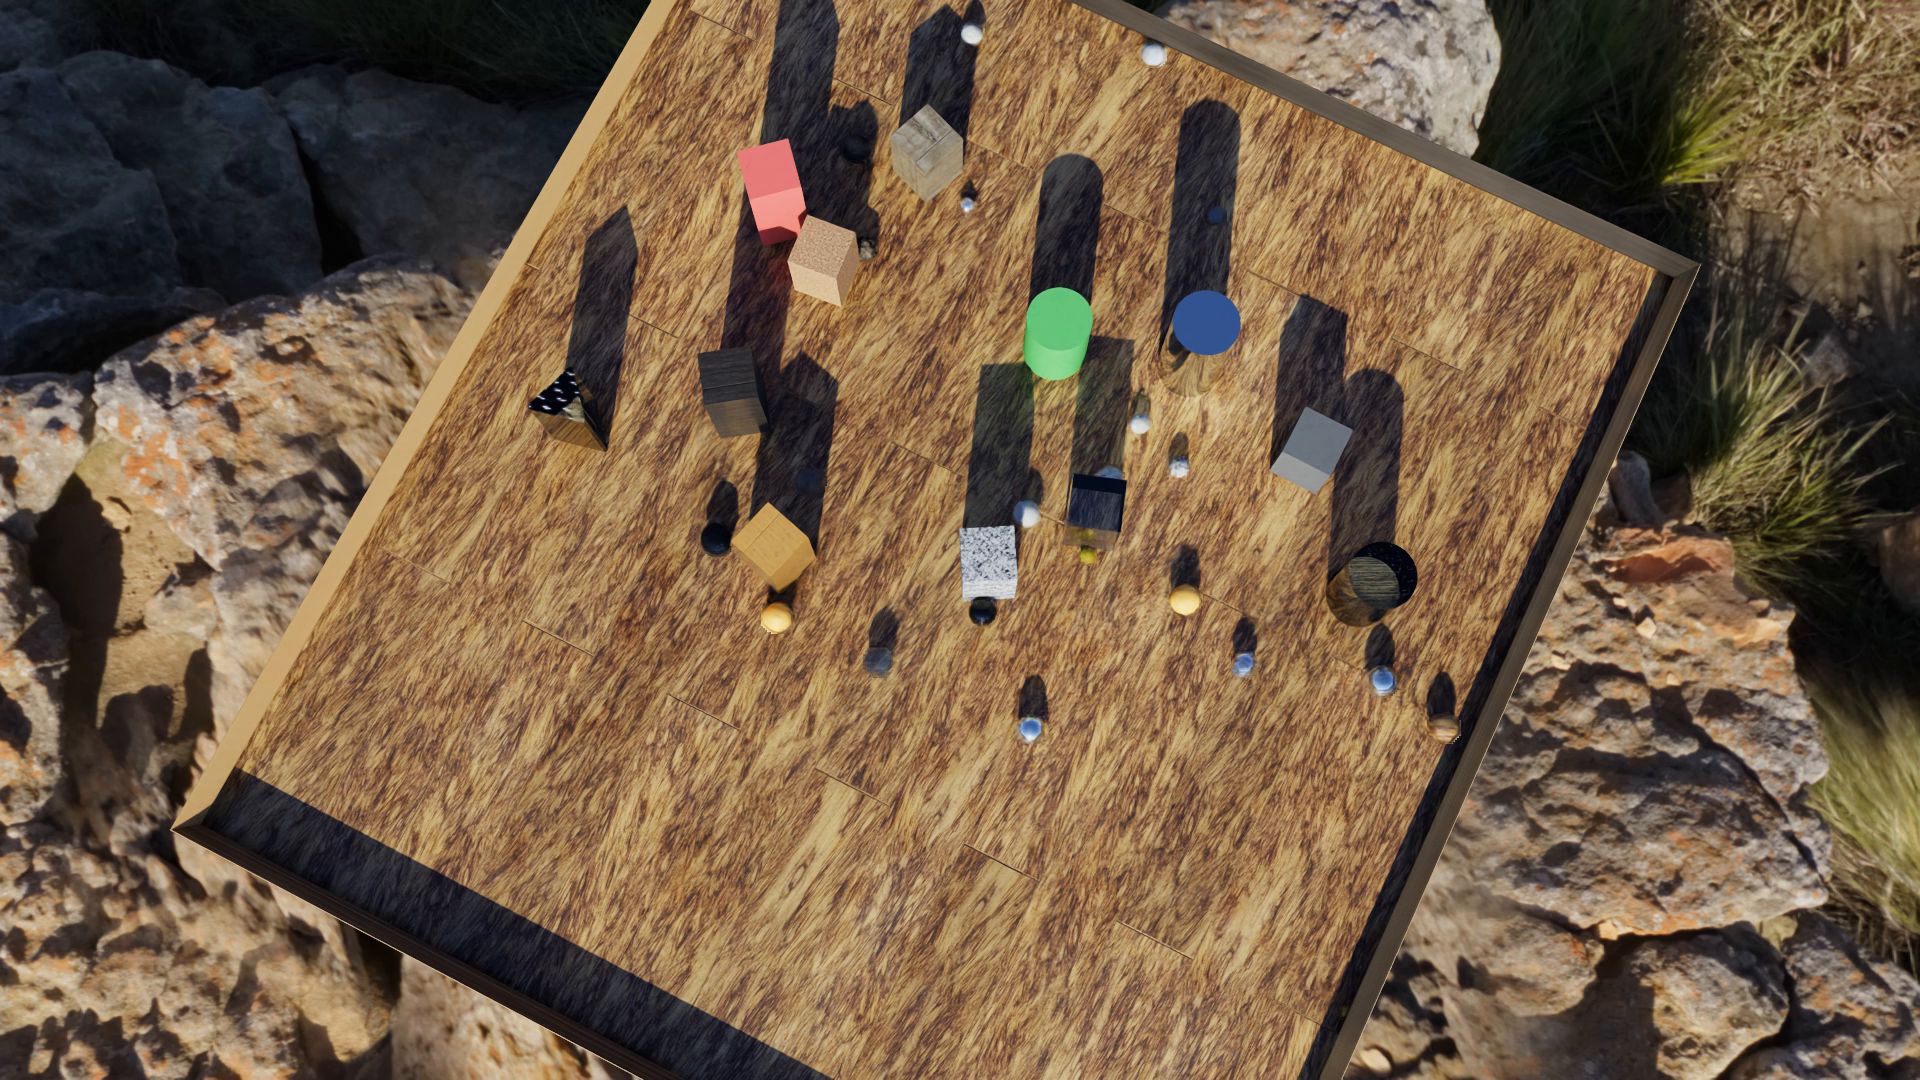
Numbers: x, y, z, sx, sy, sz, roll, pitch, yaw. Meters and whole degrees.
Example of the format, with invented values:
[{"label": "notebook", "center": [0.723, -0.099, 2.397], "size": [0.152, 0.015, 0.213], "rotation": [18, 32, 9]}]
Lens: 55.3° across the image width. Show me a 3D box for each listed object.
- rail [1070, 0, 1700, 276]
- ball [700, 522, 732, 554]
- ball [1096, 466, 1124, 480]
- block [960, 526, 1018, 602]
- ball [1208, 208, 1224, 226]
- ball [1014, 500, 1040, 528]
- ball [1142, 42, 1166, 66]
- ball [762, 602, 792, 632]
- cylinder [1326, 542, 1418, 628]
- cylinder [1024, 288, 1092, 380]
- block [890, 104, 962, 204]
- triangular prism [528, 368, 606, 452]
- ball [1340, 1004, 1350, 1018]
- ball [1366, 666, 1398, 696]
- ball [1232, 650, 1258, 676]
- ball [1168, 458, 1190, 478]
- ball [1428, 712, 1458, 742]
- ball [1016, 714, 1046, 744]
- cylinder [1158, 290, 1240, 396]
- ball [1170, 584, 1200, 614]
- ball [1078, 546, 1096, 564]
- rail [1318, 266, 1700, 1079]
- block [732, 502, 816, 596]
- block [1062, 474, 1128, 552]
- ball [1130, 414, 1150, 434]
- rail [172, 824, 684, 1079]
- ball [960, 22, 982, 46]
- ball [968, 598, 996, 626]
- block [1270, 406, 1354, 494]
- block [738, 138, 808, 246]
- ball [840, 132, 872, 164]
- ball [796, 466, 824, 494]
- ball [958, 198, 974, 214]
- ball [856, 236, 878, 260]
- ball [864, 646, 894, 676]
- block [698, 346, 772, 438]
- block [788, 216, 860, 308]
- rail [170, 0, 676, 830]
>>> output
[{"label": "rail", "center": [0.793, -1.547, 5.870], "size": [3.325, 0.128, 0.045], "rotation": [26, 80, 5]}, {"label": "ball", "center": [-0.740, -0.004, 5.567], "size": [0.099, 0.099, 0.099], "rotation": [0, 78, 0]}, {"label": "ball", "center": [0.456, -0.178, 5.606], "size": [0.092, 0.092, 0.092], "rotation": [0, 78, 0]}, {"label": "block", "center": [0.082, 0.072, 5.439], "size": [0.158, 0.319, 0.158], "rotation": [-3, 78, -1]}, {"label": "ball", "center": [0.810, -1.023, 5.800], "size": [0.056, 0.056, 0.056], "rotation": [0, 78, 0]}, {"label": "ball", "center": [0.204, -0.080, 5.592], "size": [0.081, 0.081, 0.081], "rotation": [0, 78, 0]}, {"label": "ball", "center": [0.623, -1.566, 5.901], "size": [0.077, 0.077, 0.077], "rotation": [0, 78, 0]}, {"label": "ball", "center": [-0.550, 0.231, 5.523], "size": [0.090, 0.090, 0.090], "rotation": [0, 78, 0]}, {"label": "cylinder", "center": [1.213, 0.135, 5.417], "size": [0.198, 0.335, 0.198], "rotation": [0, 78, 0]}, {"label": "cylinder", "center": [0.296, -0.626, 5.592], "size": [0.198, 0.301, 0.198], "rotation": [0, 78, 0]}, {"label": "block", "center": [-0.103, -1.207, 5.736], "size": [0.158, 0.255, 0.158], "rotation": [-43, 81, -8]}, {"label": "triangular prism", "center": [-1.157, -0.401, 5.522], "size": [0.171, 0.349, 0.148], "rotation": [15, 79, 3]}, {"label": "ball", "center": [1.121, 1.367, 5.312], "size": [0.041, 0.041, 0.041], "rotation": [0, 78, 0]}, {"label": "ball", "center": [1.262, 0.421, 5.483], "size": [0.091, 0.091, 0.091], "rotation": [0, 78, 0]}, {"label": "ball", "center": [0.854, 0.371, 5.502], "size": [0.075, 0.075, 0.075], "rotation": [0, 78, 0]}, {"label": "ball", "center": [0.672, -0.223, 5.631], "size": [0.063, 0.063, 0.063], "rotation": [0, 78, 0]}, {"label": "ball", "center": [1.440, 0.557, 5.457], "size": [0.088, 0.088, 0.088], "rotation": [0, 78, 0]}, {"label": "ball", "center": [0.210, 0.564, 5.455], "size": [0.088, 0.088, 0.088], "rotation": [0, 78, 0]}, {"label": "cylinder", "center": [0.715, -0.586, 5.518], "size": [0.198, 0.431, 0.198], "rotation": [0, 78, 0]}, {"label": "ball", "center": [0.679, 0.179, 5.532], "size": [0.093, 0.093, 0.093], "rotation": [0, 78, 0]}, {"label": "ball", "center": [0.388, 0.044, 5.581], "size": [0.052, 0.052, 0.052], "rotation": [0, 78, 0]}, {"label": "rail", "center": [1.466, 0.724, 5.400], "size": [0.045, 0.128, 3.596], "rotation": [26, 80, 5]}, {"label": "block", "center": [-0.552, 0.029, 5.457], "size": [0.158, 0.301, 0.158], "rotation": [41, 81, 8]}, {"label": "block", "center": [0.401, -0.081, 5.491], "size": [0.158, 0.279, 0.158], "rotation": [8, 78, 2]}, {"label": "ball", "center": [0.555, -0.358, 5.658], "size": [0.064, 0.064, 0.064], "rotation": [0, 78, 0]}, {"label": "rail", "center": [-0.793, 1.561, 5.227], "size": [3.325, 0.128, 0.045], "rotation": [26, 80, 5]}, {"label": "ball", "center": [0.038, -1.635, 5.918], "size": [0.072, 0.072, 0.072], "rotation": [0, 78, 0]}, {"label": "ball", "center": [0.068, 0.217, 5.528], "size": [0.086, 0.086, 0.086], "rotation": [0, 78, 0]}, {"label": "block", "center": [1.062, -0.270, 5.551], "size": [0.158, 0.237, 0.158], "rotation": [28, 80, 5]}, {"label": "block", "center": [-0.569, -1.065, 5.640], "size": [0.158, 0.386, 0.158], "rotation": [-15, 79, -3]}, {"label": "ball", "center": [-0.331, -1.246, 5.825], "size": [0.097, 0.097, 0.097], "rotation": [0, 78, 0]}, {"label": "ball", "center": [-0.460, -0.182, 5.609], "size": [0.088, 0.088, 0.088], "rotation": [0, 78, 0]}, {"label": "ball", "center": [0.021, -1.059, 5.810], "size": [0.050, 0.050, 0.050], "rotation": [0, 78, 0]}, {"label": "ball", "center": [-0.298, -0.919, 5.767], "size": [0.077, 0.077, 0.077], "rotation": [0, 78, 0]}, {"label": "ball", "center": [-0.243, 0.363, 5.497], "size": [0.087, 0.087, 0.087], "rotation": [0, 78, 0]}, {"label": "block", "center": [-0.676, -0.441, 5.513], "size": [0.158, 0.381, 0.158], "rotation": [-9, 78, -2]}, {"label": "block", "center": [-0.418, -0.859, 5.661], "size": [0.158, 0.262, 0.158], "rotation": [21, 79, 4]}, {"label": "rail", "center": [-1.466, -0.711, 5.697], "size": [0.045, 0.128, 3.596], "rotation": [26, 80, 5]}]
